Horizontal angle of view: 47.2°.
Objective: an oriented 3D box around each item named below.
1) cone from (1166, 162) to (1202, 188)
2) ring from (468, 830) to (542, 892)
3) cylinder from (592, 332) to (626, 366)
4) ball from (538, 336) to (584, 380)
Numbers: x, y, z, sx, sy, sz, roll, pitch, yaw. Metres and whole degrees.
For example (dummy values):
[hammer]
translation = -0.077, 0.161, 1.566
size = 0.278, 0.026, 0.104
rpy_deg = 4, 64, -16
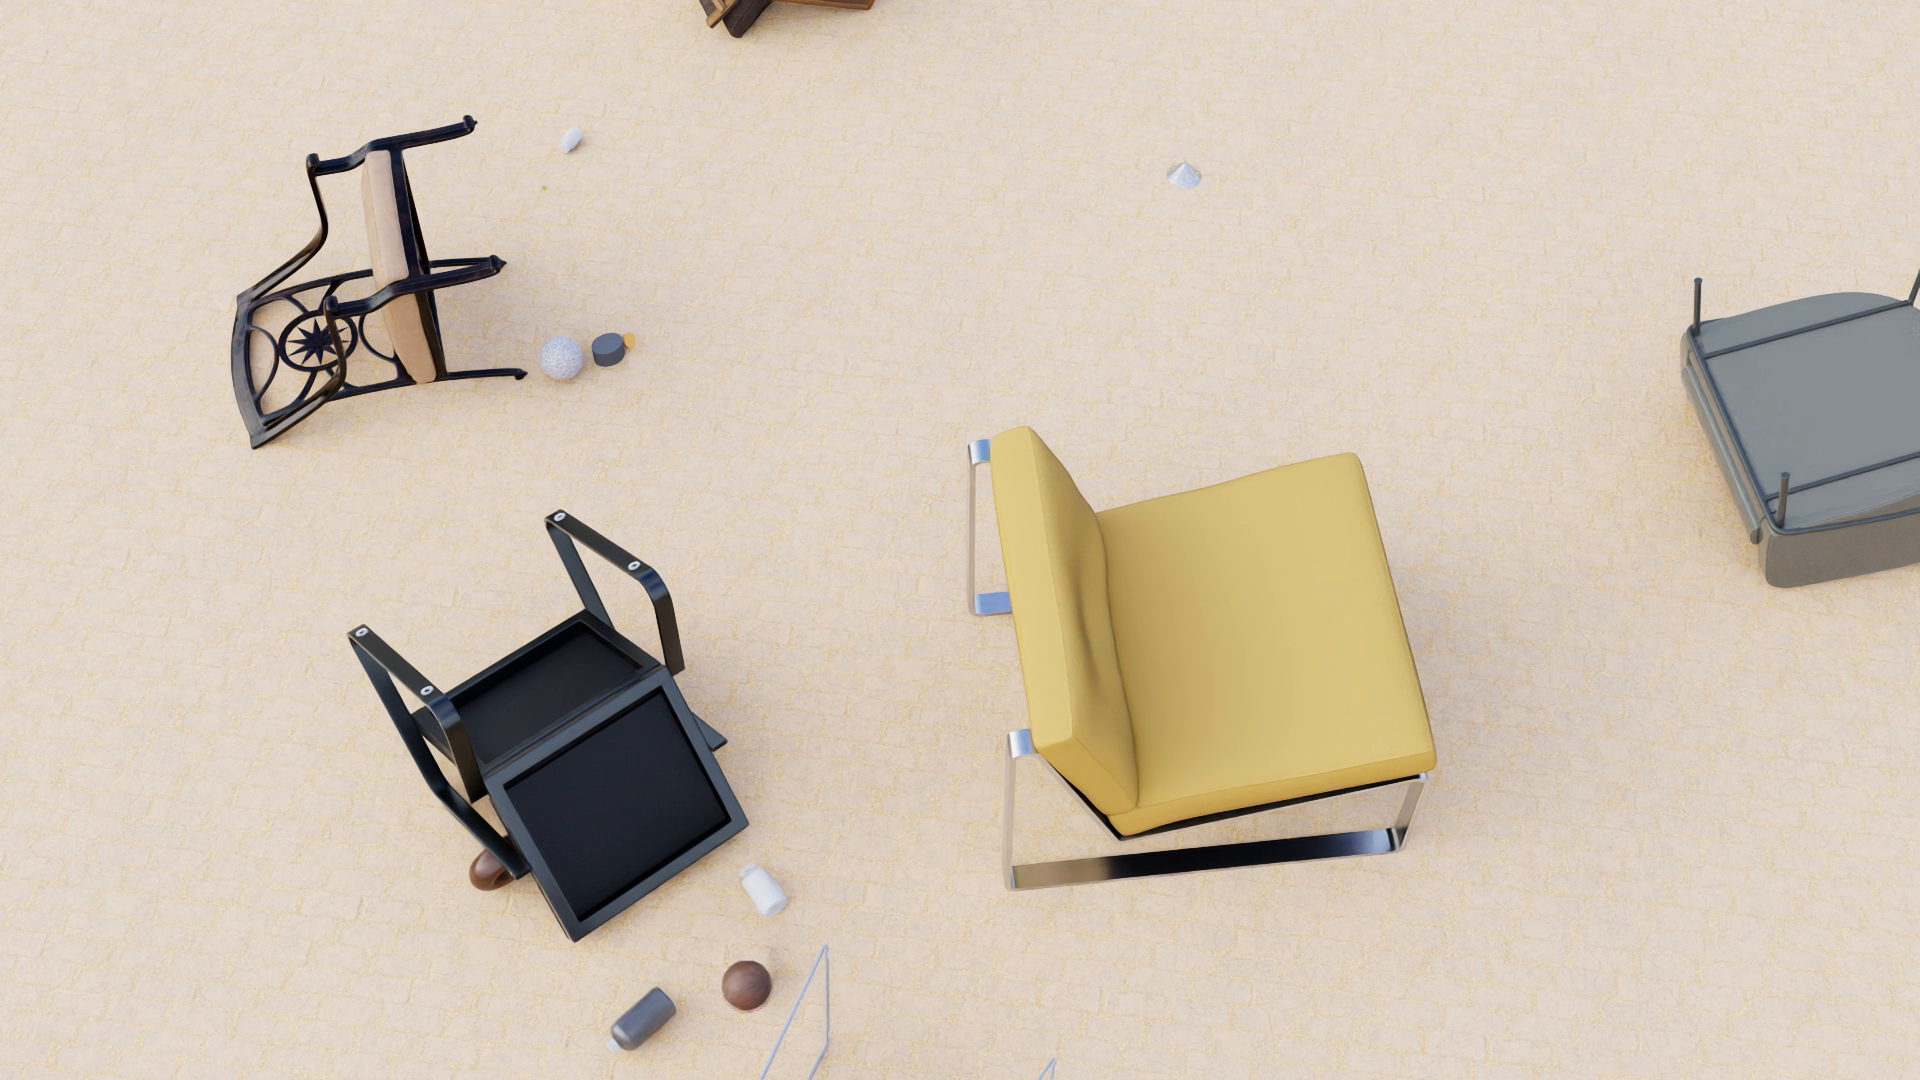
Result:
[cone]
translation = 0.754, -1.244, 7.369
size = 0.116, 0.066, 0.120
rpy_deg = -23, 59, -15
[ring]
translation = -1.221, 0.860, 5.903
size = 0.213, 0.157, 0.082
rpy_deg = -35, 69, -14
[cylinder]
translation = -1.110, -0.600, 6.938
size = 0.103, 0.063, 0.080
rpy_deg = -29, 61, -18
[ball]
translation = -1.247, -0.569, 6.873
size = 0.137, 0.137, 0.137
rpy_deg = 0, 56, 0
